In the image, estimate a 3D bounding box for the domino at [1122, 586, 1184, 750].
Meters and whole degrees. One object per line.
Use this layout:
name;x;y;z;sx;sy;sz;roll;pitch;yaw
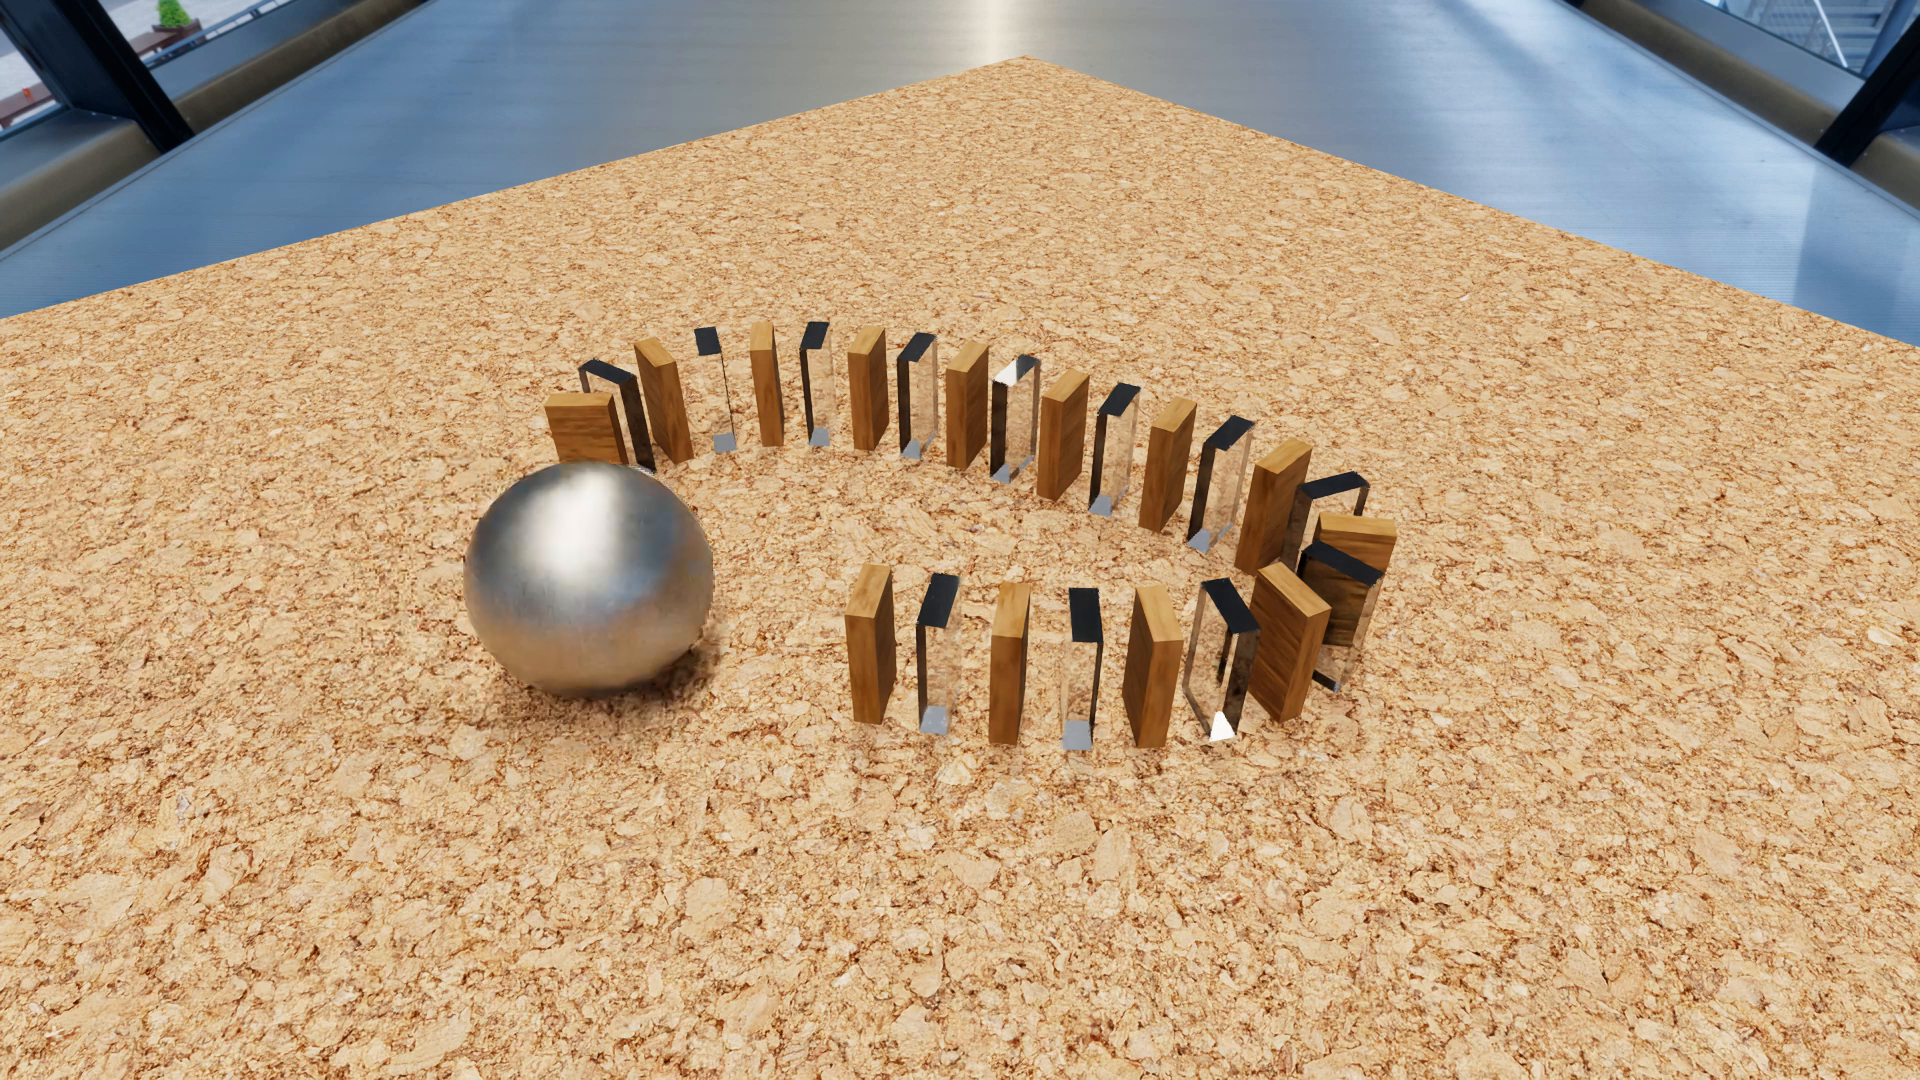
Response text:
domino;0.062;0.042;0.360;0.010;0.050;0.025;-3;39;-4

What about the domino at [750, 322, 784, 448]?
domino;-0.087;-0.070;0.497;0.009;0.050;0.025;-4;39;-5

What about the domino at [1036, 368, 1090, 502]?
domino;0.043;-0.044;0.465;0.010;0.050;0.025;21;44;23

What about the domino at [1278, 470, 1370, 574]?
domino;0.135;-0.001;0.412;0.025;0.050;0.009;-14;41;-16

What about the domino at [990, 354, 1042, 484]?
domino;0.024;-0.052;0.475;0.009;0.050;0.025;21;44;24

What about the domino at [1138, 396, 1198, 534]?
domino;0.085;-0.030;0.449;0.010;0.050;0.025;20;44;23

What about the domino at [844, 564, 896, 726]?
domino;-0.029;0.035;0.368;0.009;0.050;0.025;6;40;8

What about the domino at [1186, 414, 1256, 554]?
domino;0.104;-0.022;0.438;0.010;0.050;0.025;26;46;28

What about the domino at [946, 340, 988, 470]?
domino;0.003;-0.059;0.483;0.010;0.050;0.025;15;42;18

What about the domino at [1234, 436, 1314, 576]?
domino;0.121;-0.012;0.427;0.009;0.050;0.025;32;49;33

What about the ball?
ball;-0.124;0.013;0.372;0.080;0.080;0.080;0;39;0

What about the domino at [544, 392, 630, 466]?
domino;-0.153;-0.037;0.457;0.025;0.050;0.009;-1;39;-1

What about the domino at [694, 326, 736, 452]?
domino;-0.110;-0.067;0.494;0.009;0.050;0.025;-10;40;-12

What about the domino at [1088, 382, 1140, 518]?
domino;0.064;-0.037;0.457;0.009;0.050;0.025;17;42;20

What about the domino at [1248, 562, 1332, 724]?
domino;0.107;0.035;0.369;0.010;0.050;0.025;-17;42;-20

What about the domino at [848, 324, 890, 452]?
domino;-0.041;-0.068;0.495;0.009;0.050;0.025;9;40;10

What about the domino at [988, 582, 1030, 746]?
domino;0.016;0.041;0.361;0.010;0.050;0.025;6;40;7

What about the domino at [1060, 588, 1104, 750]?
domino;0.039;0.043;0.360;0.009;0.050;0.025;1;39;1

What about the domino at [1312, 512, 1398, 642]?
domino;0.137;0.014;0.394;0.025;0.050;0.009;6;40;8

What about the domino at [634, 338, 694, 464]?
domino;-0.131;-0.061;0.486;0.009;0.050;0.025;-23;45;-26

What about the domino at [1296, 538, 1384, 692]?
domino;0.126;0.027;0.379;0.009;0.050;0.025;-32;49;-33

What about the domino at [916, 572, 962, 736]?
domino;-0.007;0.038;0.365;0.010;0.050;0.025;7;40;9

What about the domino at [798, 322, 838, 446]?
domino;-0.064;-0.070;0.497;0.009;0.050;0.025;2;39;3

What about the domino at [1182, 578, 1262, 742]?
domino;0.085;0.040;0.363;0.010;0.050;0.025;-8;40;-10

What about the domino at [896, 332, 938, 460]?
domino;-0.019;-0.064;0.489;0.010;0.050;0.025;12;41;14

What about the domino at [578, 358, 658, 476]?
domino;-0.147;-0.051;0.474;0.025;0.050;0.010;23;45;25
